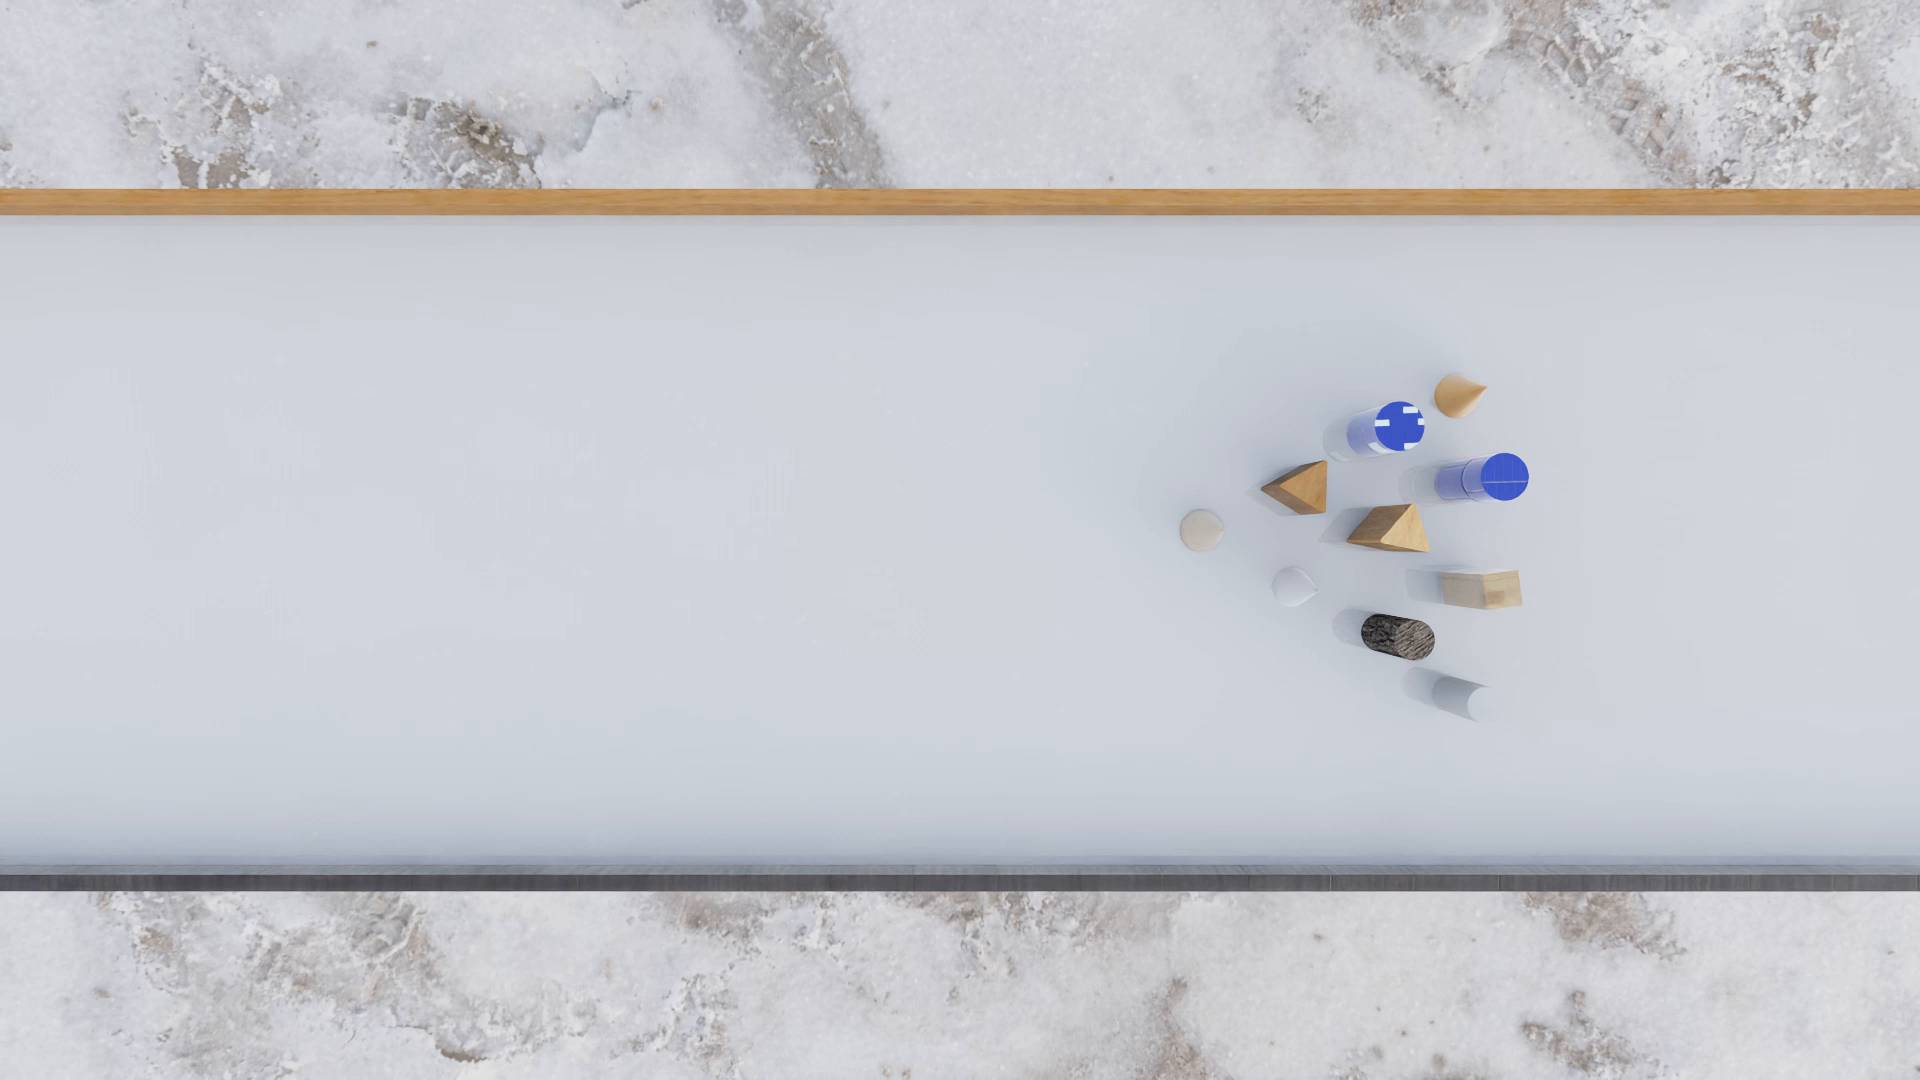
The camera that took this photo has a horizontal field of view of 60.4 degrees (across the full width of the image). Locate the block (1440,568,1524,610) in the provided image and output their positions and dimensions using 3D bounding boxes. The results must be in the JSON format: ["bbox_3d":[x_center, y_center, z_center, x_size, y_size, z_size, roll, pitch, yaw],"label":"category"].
[{"bbox_3d":[1.536,0.141,4.871,0.101,0.412,0.101,-8,90,0],"label":"block"}]

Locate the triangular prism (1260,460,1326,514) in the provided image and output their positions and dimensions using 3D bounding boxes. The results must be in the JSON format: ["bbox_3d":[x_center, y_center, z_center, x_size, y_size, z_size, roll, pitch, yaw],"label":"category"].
[{"bbox_3d":[1.023,-0.174,4.920,0.151,0.314,0.131,32,90,0],"label":"triangular prism"}]

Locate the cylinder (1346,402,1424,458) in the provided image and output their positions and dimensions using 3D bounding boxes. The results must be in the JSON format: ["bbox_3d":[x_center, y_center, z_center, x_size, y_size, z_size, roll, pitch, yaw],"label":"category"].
[{"bbox_3d":[1.262,-0.327,4.904,0.143,0.344,0.143,0,90,0],"label":"cylinder"}]

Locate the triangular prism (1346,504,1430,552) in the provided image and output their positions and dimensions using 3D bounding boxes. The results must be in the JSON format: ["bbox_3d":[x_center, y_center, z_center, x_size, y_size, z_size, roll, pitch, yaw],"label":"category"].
[{"bbox_3d":[1.271,-0.042,4.867,0.142,0.418,0.123,11,90,0],"label":"triangular prism"}]

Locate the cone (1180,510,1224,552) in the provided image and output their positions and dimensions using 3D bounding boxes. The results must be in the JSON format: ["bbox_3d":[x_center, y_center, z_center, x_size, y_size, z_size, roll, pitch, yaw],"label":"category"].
[{"bbox_3d":[0.743,-0.028,4.853,0.133,0.447,0.133,0,90,0],"label":"cone"}]

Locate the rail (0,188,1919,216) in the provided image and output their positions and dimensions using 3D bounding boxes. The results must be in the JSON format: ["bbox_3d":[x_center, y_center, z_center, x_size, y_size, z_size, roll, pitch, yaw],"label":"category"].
[{"bbox_3d":[-2.247,-1.025,5.002,12.000,0.150,0.050,0,90,0],"label":"rail"}]

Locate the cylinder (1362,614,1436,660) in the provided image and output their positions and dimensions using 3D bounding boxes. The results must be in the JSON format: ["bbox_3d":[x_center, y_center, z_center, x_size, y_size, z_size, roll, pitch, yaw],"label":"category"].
[{"bbox_3d":[1.293,0.285,4.883,0.117,0.386,0.117,0,90,0],"label":"cylinder"}]

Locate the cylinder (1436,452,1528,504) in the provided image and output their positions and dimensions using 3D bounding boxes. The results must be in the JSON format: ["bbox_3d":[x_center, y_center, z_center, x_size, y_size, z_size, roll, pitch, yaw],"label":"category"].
[{"bbox_3d":[1.531,-0.178,4.856,0.136,0.442,0.136,0,90,0],"label":"cylinder"}]

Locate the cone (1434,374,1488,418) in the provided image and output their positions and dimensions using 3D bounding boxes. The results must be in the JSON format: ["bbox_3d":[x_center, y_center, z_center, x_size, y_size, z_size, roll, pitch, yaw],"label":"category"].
[{"bbox_3d":[1.528,-0.443,4.925,0.136,0.302,0.136,0,90,0],"label":"cone"}]

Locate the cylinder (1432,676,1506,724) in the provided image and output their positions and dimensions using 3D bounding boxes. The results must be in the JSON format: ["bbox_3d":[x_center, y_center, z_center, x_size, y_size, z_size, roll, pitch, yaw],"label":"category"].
[{"bbox_3d":[1.506,0.473,4.898,0.108,0.357,0.108,0,90,0],"label":"cylinder"}]

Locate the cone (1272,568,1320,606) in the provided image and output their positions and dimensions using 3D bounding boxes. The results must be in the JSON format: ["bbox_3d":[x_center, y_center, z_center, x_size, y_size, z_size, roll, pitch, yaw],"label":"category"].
[{"bbox_3d":[1.021,0.145,4.875,0.121,0.403,0.121,0,90,0],"label":"cone"}]

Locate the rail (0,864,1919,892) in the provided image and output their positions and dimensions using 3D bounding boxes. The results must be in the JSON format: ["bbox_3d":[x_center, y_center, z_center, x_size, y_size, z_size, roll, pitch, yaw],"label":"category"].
[{"bbox_3d":[-2.247,1.025,5.001,12.000,0.150,0.050,0,90,0],"label":"rail"}]
